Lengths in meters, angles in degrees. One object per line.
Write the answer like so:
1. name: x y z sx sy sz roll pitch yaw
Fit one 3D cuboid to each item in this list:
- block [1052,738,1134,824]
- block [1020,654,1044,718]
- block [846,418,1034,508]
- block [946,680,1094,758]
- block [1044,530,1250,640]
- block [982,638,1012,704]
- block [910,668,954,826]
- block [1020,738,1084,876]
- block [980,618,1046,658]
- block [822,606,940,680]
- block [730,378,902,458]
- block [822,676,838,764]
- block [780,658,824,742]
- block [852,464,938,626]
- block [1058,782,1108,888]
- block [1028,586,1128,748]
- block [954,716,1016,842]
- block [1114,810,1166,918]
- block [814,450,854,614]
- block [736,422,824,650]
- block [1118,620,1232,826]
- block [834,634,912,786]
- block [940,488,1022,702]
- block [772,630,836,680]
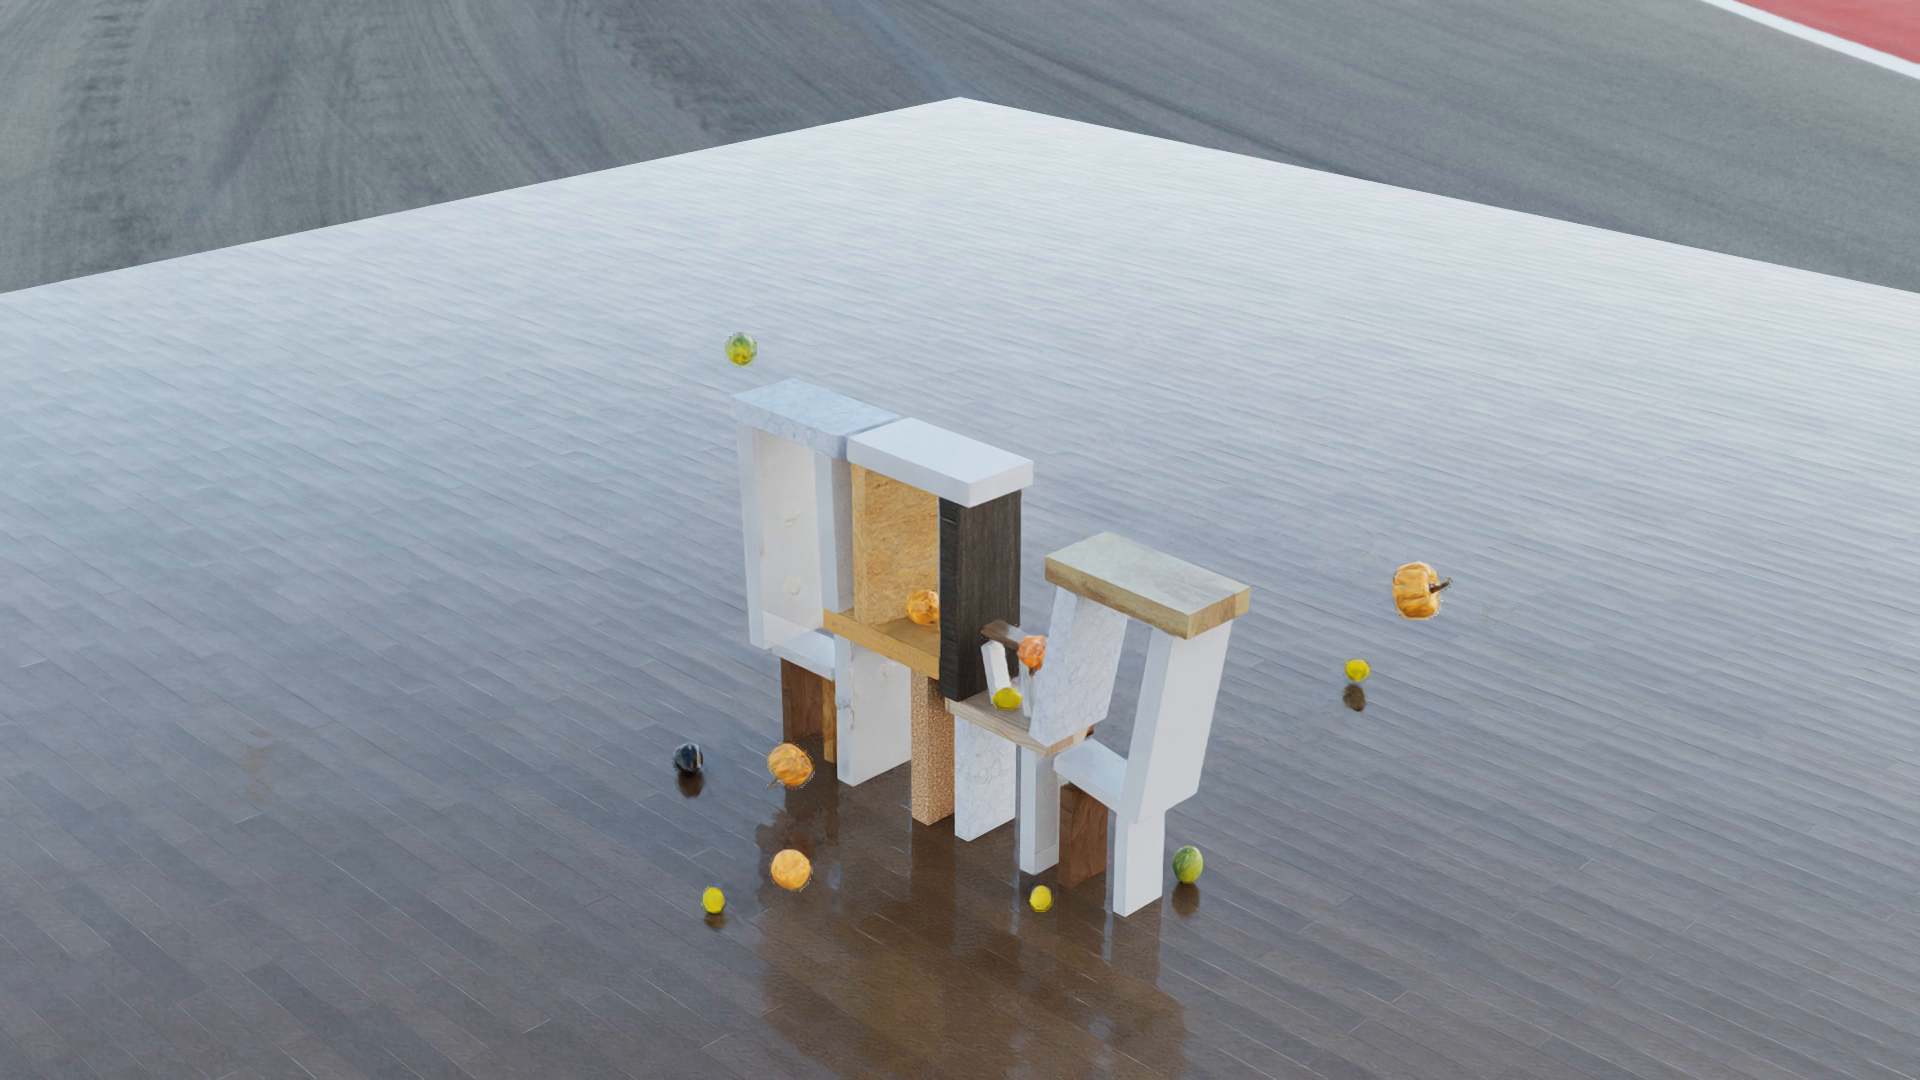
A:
1. block: 0.286 0.448 4.095 0.105 0.030 0.210 -21 40 -41
2. block: 0.143 0.272 4.183 0.017 0.117 0.058 12 26 43
3. block: -0.040 -0.152 4.209 0.169 0.048 0.338 -21 31 -40
4. block: 0.113 0.334 4.238 0.134 0.038 0.268 -21 31 -41
5. block: 0.329 0.076 3.890 0.167 0.047 0.334 -21 32 -40
6. block: 0.070 0.249 4.239 0.017 0.117 0.059 0 20 28
7. block: -0.021 0.389 4.415 0.048 0.336 0.168 21 31 41
8. block: 0.177 0.500 4.240 0.038 0.268 0.134 21 31 41
9. block: 0.104 0.187 4.172 0.117 0.017 0.058 26 24 26
10. block: -0.100 0.181 4.413 0.168 0.048 0.336 -21 31 -41
11. block: -0.294 -0.249 4.444 0.168 0.048 0.336 -20 30 -39
12. block: -0.243 0.364 4.651 0.028 0.196 0.098 21 31 41
13. block: -0.337 0.328 4.736 0.028 0.196 0.098 21 30 40
14. block: -0.128 -0.009 4.367 0.169 0.338 0.048 -15 27 -32
15. block: 0.236 0.550 4.196 0.030 0.210 0.105 21 31 41
16. block: 0.227 0.210 4.061 0.167 0.334 0.047 -22 43 -41
17. block: 0.051 0.450 4.357 0.038 0.268 0.134 21 31 41
18. block: 0.335 0.588 4.105 0.105 0.210 0.030 -21 31 -40
19. block: -0.211 -0.037 4.436 0.048 0.336 0.168 17 28 39
20. block: -0.375 -0.027 4.621 0.168 0.495 0.048 -21 29 -41
21. block: 0.385 0.308 3.927 0.167 0.401 0.047 -21 40 -40
22. block: -0.179 0.327 4.561 0.048 0.336 0.168 21 31 41
23. block: 0.039 0.093 4.227 0.169 0.415 0.048 -20 30 -39
24. block: -0.298 0.241 4.650 0.098 0.028 0.196 -20 28 -39
